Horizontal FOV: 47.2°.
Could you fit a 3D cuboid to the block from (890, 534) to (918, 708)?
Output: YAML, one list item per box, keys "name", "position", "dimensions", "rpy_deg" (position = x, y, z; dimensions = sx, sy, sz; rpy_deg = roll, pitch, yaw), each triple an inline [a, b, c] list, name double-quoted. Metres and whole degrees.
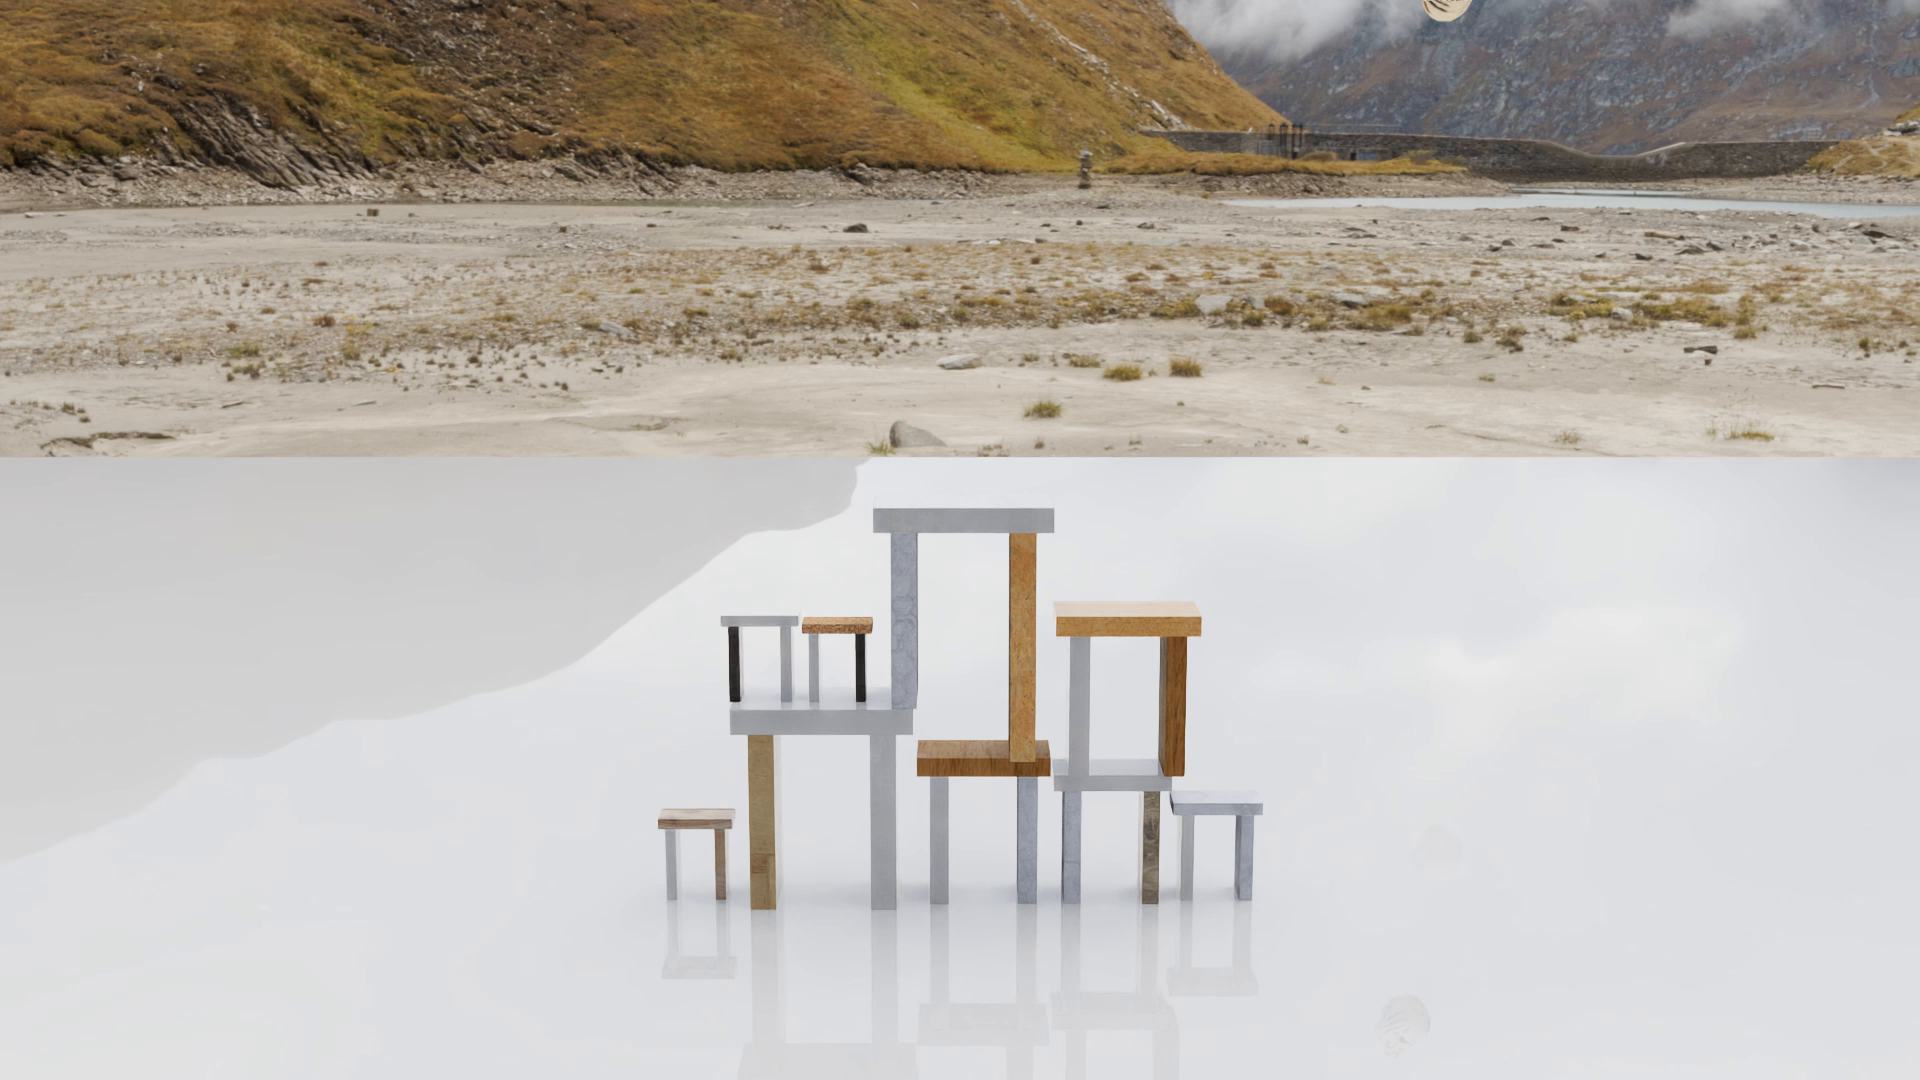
- name: "block"
  position: [-0.090, 0.117, 3.581]
  dimensions: [0.041, 0.287, 0.144]
  rpy_deg: [0, 11, 0]

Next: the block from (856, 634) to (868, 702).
- name: "block"
  position: [-0.162, 0.203, 3.599]
  dimensions: [0.016, 0.113, 0.057]
  rpy_deg: [0, 11, 0]

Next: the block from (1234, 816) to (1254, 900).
- name: "block"
  position: [0.472, 0.517, 3.658]
  dimensions: [0.021, 0.147, 0.073]
  rpy_deg: [0, 11, 0]

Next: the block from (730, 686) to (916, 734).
- name: "block"
  position: [-0.223, 0.280, 3.608]
  dimensions: [0.295, 0.042, 0.148]
  rpy_deg: [0, 11, 0]

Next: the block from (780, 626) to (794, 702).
- name: "block"
  position: [-0.282, 0.196, 3.598]
  dimensions: [0.018, 0.126, 0.063]
  rpy_deg: [0, 11, 0]

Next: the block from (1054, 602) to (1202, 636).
- name: "block"
  position: [0.271, 0.128, 3.584]
  dimensions: [0.233, 0.033, 0.117]
  rpy_deg: [0, 11, 0]

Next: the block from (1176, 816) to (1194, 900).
- name: "block"
  position: [0.375, 0.517, 3.658]
  dimensions: [0.021, 0.147, 0.073]
  rpy_deg: [0, 11, 0]

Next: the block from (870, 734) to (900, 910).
- name: "block"
  position: [-0.124, 0.445, 3.639]
  dimensions: [0.042, 0.295, 0.148]
  rpy_deg: [0, 11, 0]

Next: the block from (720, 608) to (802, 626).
- name: "block"
  position: [-0.324, 0.126, 3.585]
  dimensions: [0.126, 0.018, 0.063]
  rpy_deg: [0, 11, 0]

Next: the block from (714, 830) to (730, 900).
- name: "block"
  position: [-0.396, 0.530, 3.658]
  dimensions: [0.017, 0.122, 0.061]
  rpy_deg: [0, 11, 0]

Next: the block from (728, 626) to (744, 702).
- name: "block"
  position: [-0.366, 0.196, 3.598]
  dimensions: [0.018, 0.126, 0.063]
  rpy_deg: [0, 11, 0]

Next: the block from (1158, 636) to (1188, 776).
- name: "block"
  position: [0.348, 0.259, 3.608]
  dimensions: [0.033, 0.233, 0.117]
  rpy_deg: [0, 11, 0]

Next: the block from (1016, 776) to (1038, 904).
- name: "block"
  position: [0.111, 0.482, 3.653]
  dimensions: [0.031, 0.218, 0.109]
  rpy_deg: [0, 11, 0]

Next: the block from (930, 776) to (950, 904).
- name: "block"
  position: [-0.034, 0.482, 3.652]
  dimensions: [0.031, 0.218, 0.109]
  rpy_deg: [0, 11, 0]

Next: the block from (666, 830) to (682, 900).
- name: "block"
  position: [-0.477, 0.530, 3.658]
  dimensions: [0.017, 0.121, 0.061]
  rpy_deg: [0, 11, 0]

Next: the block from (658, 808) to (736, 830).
- name: "block"
  position: [-0.436, 0.462, 3.646]
  dimensions: [0.122, 0.017, 0.061]
  rpy_deg: [0, 11, 0]

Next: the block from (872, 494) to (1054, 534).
- name: "block"
  position: [0.006, -0.044, 3.551]
  dimensions: [0.287, 0.041, 0.144]
  rpy_deg: [0, 11, 0]

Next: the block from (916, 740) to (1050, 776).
- name: "block"
  position: [0.039, 0.360, 3.630]
  dimensions: [0.218, 0.031, 0.109]
  rpy_deg: [0, 11, 0]

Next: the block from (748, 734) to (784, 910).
- name: "block"
  position: [-0.321, 0.445, 3.639]
  dimensions: [0.042, 0.295, 0.148]
  rpy_deg: [0, 11, 0]

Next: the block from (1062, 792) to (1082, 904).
- name: "block"
  position: [0.185, 0.496, 3.649]
  dimensions: [0.027, 0.193, 0.096]
  rpy_deg: [0, 11, 0]

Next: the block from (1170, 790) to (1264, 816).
- name: "block"
  position: [0.424, 0.435, 3.643]
  dimensions: [0.147, 0.021, 0.073]
  rpy_deg: [0, 11, 0]

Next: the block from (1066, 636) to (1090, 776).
- name: "block"
  position: [0.193, 0.259, 3.608]
  dimensions: [0.033, 0.233, 0.117]
  rpy_deg: [0, 11, 0]

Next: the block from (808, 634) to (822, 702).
- name: "block"
  position: [-0.237, 0.203, 3.599]
  dimensions: [0.016, 0.113, 0.057]
  rpy_deg: [0, 11, 0]

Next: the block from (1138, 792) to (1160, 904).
- name: "block"
  position: [0.313, 0.496, 3.649]
  dimensions: [0.027, 0.193, 0.096]
  rpy_deg: [0, 11, 0]

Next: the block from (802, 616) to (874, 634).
- name: "block"
  position: [-0.200, 0.139, 3.587]
  dimensions: [0.113, 0.016, 0.057]
  rpy_deg: [0, 11, 0]

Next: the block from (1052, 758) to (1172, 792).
- name: "block"
  position: [0.249, 0.388, 3.629]
  dimensions: [0.193, 0.027, 0.096]
  rpy_deg: [0, 11, 0]

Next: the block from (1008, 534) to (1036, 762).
- name: "block"
  position: [0.101, 0.161, 3.590]
  dimensions: [0.041, 0.375, 0.144]
  rpy_deg: [0, 11, 0]
